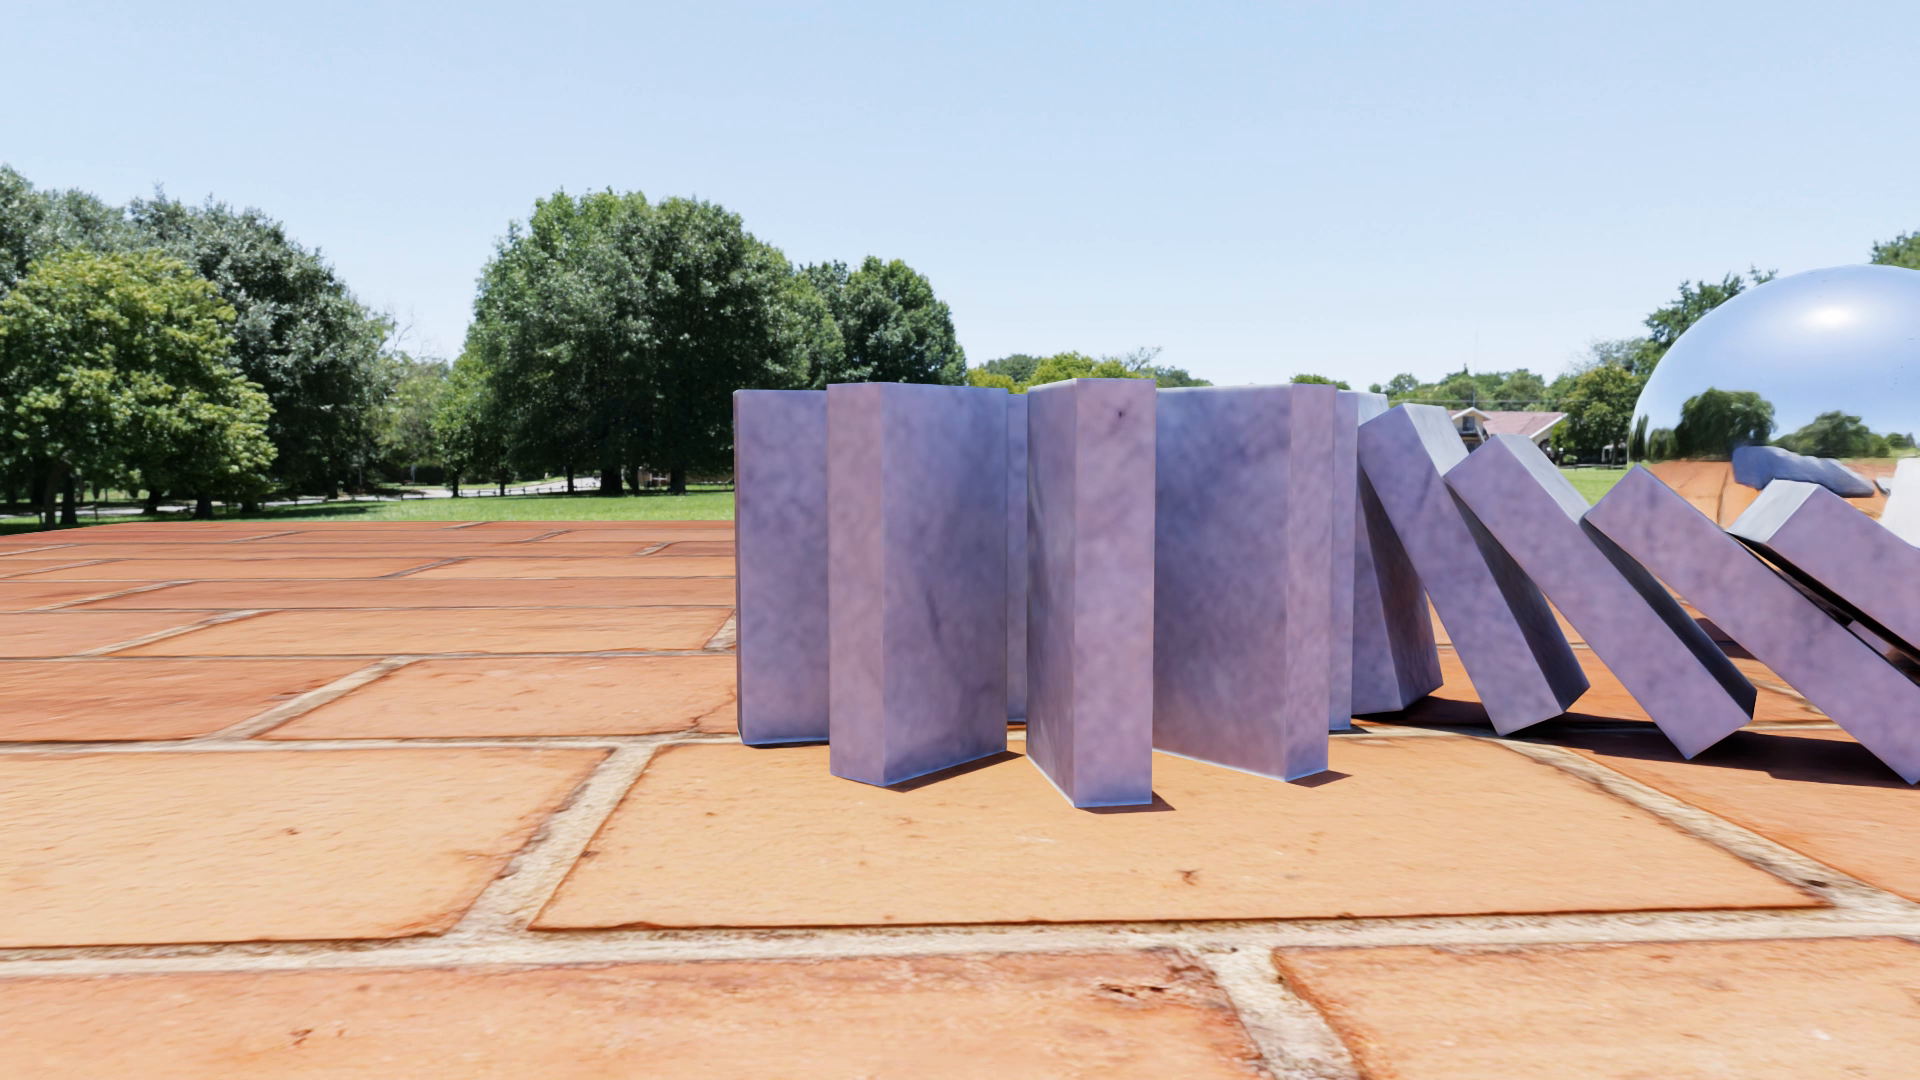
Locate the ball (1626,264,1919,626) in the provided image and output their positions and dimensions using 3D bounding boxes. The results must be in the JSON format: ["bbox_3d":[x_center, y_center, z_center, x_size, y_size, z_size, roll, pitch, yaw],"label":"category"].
[{"bbox_3d":[0.187,-0.018,0.274,0.080,0.080,0.080,0,4,0],"label":"ball"}]

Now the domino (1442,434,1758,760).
[{"bbox_3d":[0.094,0.006,0.188,0.009,0.050,0.025,-45,-20,27],"label":"domino"}]

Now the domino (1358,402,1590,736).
[{"bbox_3d":[0.079,0.003,0.199,0.009,0.050,0.025,-31,-13,32],"label":"domino"}]

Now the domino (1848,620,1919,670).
[{"bbox_3d":[0.183,0.007,0.223,0.025,0.009,0.050,0,-34,0],"label":"domino"}]

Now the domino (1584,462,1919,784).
[{"bbox_3d":[0.111,0.009,0.177,0.050,0.009,0.025,45,23,18],"label":"domino"}]

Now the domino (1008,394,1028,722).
[{"bbox_3d":[0.000,0.003,0.200,0.025,0.050,0.009,0,4,0],"label":"domino"}]

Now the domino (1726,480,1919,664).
[{"bbox_3d":[0.128,0.011,0.167,0.050,0.010,0.025,39,16,14],"label":"domino"}]

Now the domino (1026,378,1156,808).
[{"bbox_3d":[0.016,0.005,0.161,0.009,0.050,0.025,-1,4,-10],"label":"domino"}]

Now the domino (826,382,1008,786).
[{"bbox_3d":[-0.005,0.005,0.170,0.010,0.050,0.025,4,6,40],"label":"domino"}]

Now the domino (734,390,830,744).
[{"bbox_3d":[-0.020,0.003,0.187,0.025,0.050,0.009,-1,4,-14],"label":"domino"}]

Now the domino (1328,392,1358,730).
[{"bbox_3d":[0.045,0.003,0.192,0.025,0.050,0.010,-1,4,-10],"label":"domino"}]

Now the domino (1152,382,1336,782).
[{"bbox_3d":[0.036,0.005,0.172,0.009,0.050,0.025,-4,6,-40],"label":"domino"}]

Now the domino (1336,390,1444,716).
[{"bbox_3d":[0.066,0.001,0.209,0.009,0.050,0.025,-12,-3,34],"label":"domino"}]
